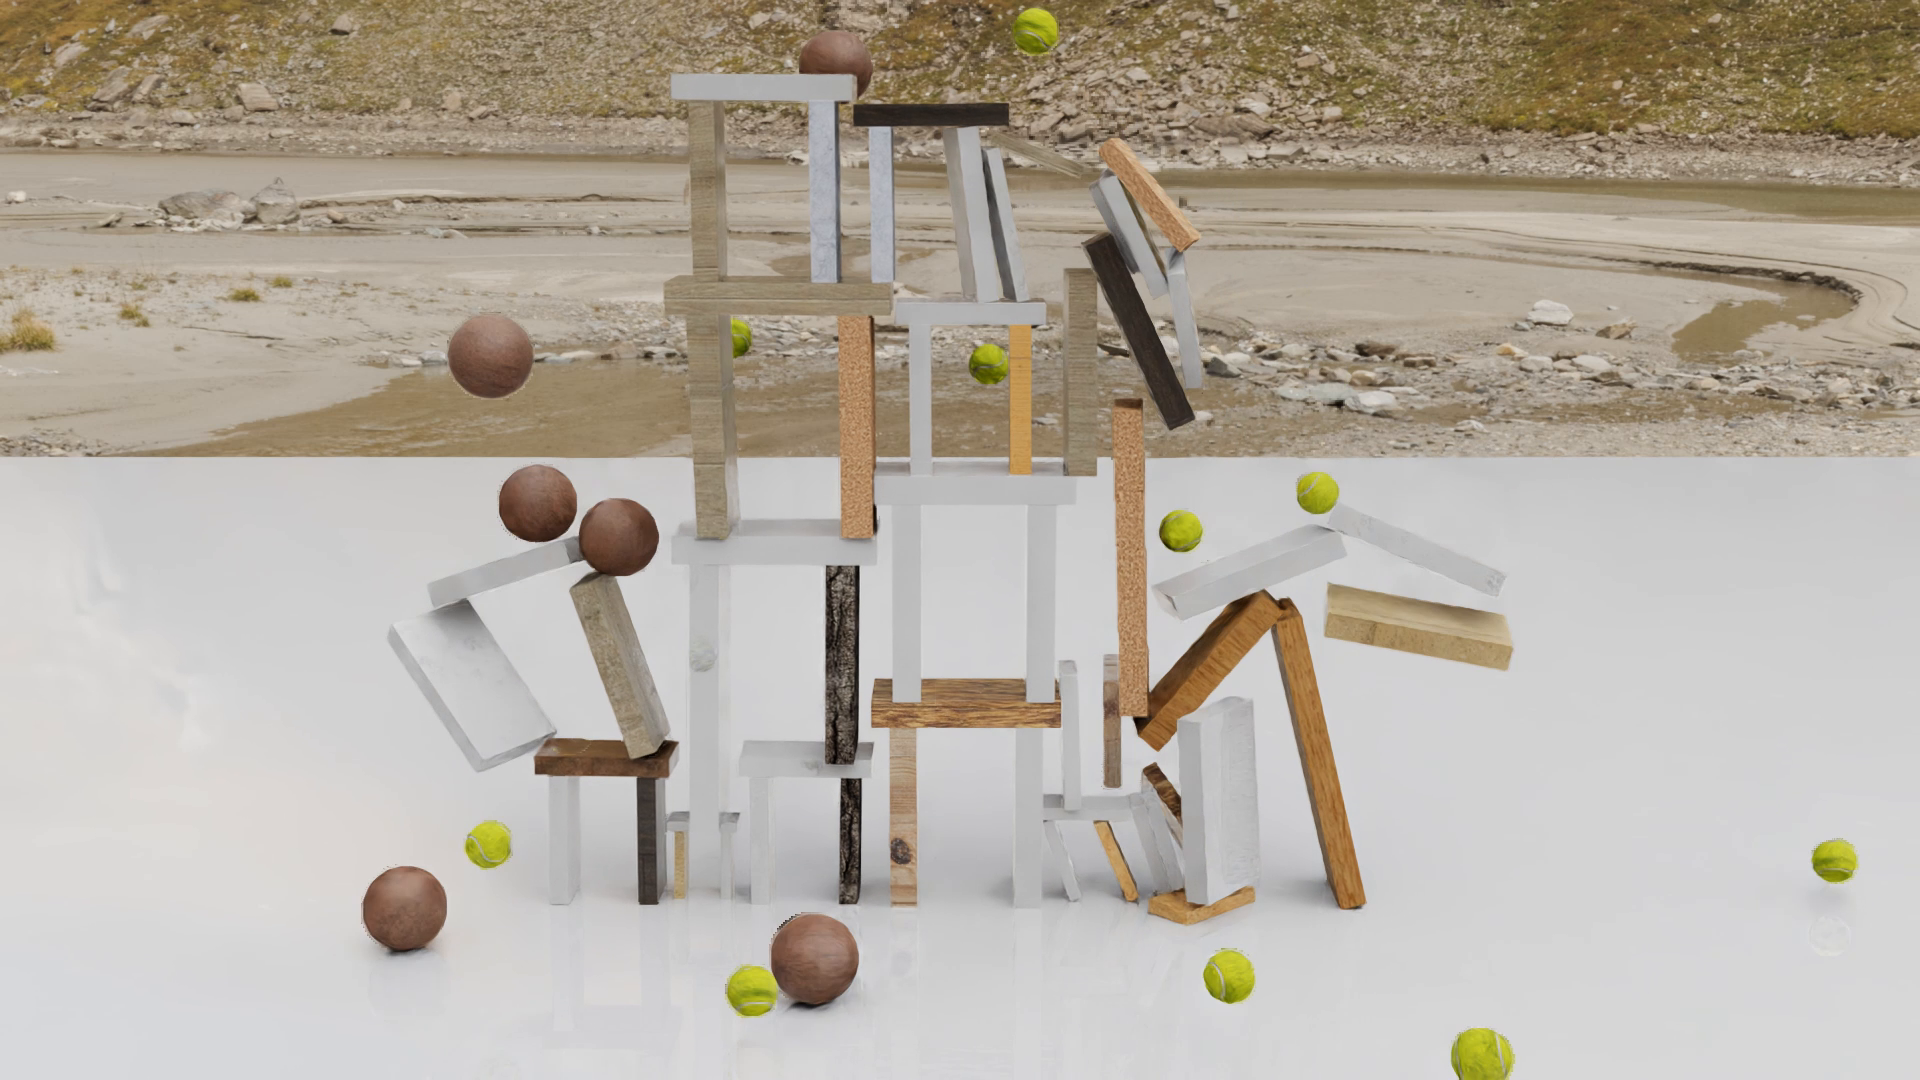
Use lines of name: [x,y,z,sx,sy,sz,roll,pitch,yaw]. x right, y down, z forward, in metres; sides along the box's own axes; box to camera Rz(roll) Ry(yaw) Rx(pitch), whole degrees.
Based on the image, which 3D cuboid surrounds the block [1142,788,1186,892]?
block: [0.337,0.496,3.640,0.024,0.167,0.084,-17,-8,2]

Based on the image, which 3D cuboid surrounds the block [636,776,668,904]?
block: [-0.511,0.481,3.650,0.031,0.220,0.110,1,10,1]

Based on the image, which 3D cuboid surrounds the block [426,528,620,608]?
block: [-0.734,0.046,3.696,0.294,0.042,0.147,-16,1,26]

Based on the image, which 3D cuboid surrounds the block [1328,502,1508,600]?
block: [0.753,0.019,3.615,0.294,0.042,0.147,24,3,14]

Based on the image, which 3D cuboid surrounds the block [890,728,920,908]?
block: [-0.092,0.438,3.647,0.043,0.306,0.153,0,11,0]

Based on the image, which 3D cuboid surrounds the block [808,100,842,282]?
block: [-0.211,-0.549,3.456,0.039,0.276,0.138,0,11,0]

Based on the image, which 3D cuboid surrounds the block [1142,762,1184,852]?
block: [0.373,0.479,3.717,0.028,0.099,0.199,-29,62,-11]

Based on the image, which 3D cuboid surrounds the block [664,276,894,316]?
block: [-0.282,-0.388,3.483,0.349,0.049,0.175,0,11,0]

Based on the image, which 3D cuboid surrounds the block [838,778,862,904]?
block: [-0.181,0.484,3.649,0.031,0.216,0.108,1,11,0]

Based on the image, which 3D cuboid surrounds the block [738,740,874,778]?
block: [-0.252,0.361,3.626,0.216,0.031,0.108,1,11,0]

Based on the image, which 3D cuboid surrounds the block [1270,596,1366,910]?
block: [0.585,0.349,3.624,0.043,0.494,0.152,-14,10,3]

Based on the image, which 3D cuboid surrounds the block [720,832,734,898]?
block: [-0.387,0.533,3.661,0.016,0.115,0.058,1,10,0]

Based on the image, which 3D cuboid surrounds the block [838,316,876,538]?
block: [-0.163,-0.191,3.519,0.049,0.349,0.175,0,11,0]

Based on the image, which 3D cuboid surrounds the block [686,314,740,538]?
block: [-0.394,-0.192,3.521,0.049,0.349,0.175,-2,11,1]

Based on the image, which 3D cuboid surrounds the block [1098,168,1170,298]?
block: [0.276,-0.485,3.451,0.029,0.202,0.101,-24,15,13]

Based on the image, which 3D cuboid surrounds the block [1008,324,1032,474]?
block: [0.096,-0.231,3.520,0.034,0.237,0.118,0,11,0]

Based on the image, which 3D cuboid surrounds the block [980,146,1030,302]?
block: [0.066,-0.495,3.443,0.021,0.241,0.075,-16,17,-12]

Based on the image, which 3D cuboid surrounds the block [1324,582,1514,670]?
block: [0.740,0.139,3.572,0.294,0.042,0.147,10,19,6]

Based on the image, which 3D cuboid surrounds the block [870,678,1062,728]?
block: [0.010,0.267,3.612,0.306,0.043,0.153,0,11,0]

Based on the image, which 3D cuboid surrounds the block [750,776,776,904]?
block: [-0.328,0.484,3.649,0.031,0.216,0.108,0,11,0]

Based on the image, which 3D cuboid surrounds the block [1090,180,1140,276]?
block: [0.246,-0.495,3.469,0.021,0.149,0.075,-24,14,11]

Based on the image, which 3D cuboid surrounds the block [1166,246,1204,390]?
block: [0.355,-0.351,3.473,0.029,0.202,0.101,-8,31,9]

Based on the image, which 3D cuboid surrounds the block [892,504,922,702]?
block: [-0.085,0.088,3.578,0.046,0.321,0.161,0,11,0]

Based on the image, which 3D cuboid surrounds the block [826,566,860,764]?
block: [-0.192,0.186,3.596,0.046,0.327,0.163,1,11,0]

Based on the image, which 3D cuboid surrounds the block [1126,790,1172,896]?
block: [0.316,0.509,3.650,0.024,0.167,0.084,-18,10,3]

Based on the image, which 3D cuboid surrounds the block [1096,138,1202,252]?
block: [0.295,-0.538,3.422,0.029,0.202,0.101,-39,0,17]

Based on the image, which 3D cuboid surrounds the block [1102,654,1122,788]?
block: [0.253,0.300,3.649,0.028,0.199,0.099,0,26,5]

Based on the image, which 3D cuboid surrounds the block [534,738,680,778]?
block: [-0.580,0.358,3.619,0.220,0.031,0.110,1,10,1]

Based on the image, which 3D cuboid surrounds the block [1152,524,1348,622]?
block: [0.473,0.051,3.615,0.294,0.042,0.147,-21,9,-6]

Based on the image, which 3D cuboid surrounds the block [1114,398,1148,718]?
block: [0.279,0.027,3.573,0.045,0.496,0.158,-1,10,6]

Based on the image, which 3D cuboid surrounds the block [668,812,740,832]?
block: [-0.424,0.467,3.649,0.115,0.016,0.058,1,10,0]

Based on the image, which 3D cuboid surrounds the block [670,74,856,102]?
block: [-0.303,-0.705,3.426,0.276,0.039,0.138,1,11,0]

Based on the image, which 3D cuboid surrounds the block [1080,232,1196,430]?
block: [0.281,-0.334,3.496,0.045,0.317,0.158,-25,9,4]

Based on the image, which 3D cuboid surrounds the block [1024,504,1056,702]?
block: [0.129,0.088,3.578,0.046,0.321,0.161,0,11,0]

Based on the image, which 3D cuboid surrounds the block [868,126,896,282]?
block: [-0.122,-0.530,3.463,0.034,0.239,0.119,-1,11,0]

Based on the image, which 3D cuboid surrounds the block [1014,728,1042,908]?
block: [0.112,0.439,3.644,0.043,0.306,0.153,0,11,0]

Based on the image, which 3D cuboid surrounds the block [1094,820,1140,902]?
block: [0.258,0.522,3.652,0.020,0.143,0.072,-23,10,4]

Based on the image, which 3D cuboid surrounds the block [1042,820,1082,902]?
block: [0.168,0.521,3.652,0.020,0.143,0.072,-19,10,4]

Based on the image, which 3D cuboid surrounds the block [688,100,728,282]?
block: [-0.395,-0.551,3.457,0.039,0.276,0.138,0,11,0]

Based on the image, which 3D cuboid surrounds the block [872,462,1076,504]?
block: [0.023,-0.092,3.545,0.321,0.046,0.161,0,11,0]

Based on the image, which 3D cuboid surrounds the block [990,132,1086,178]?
block: [0.121,-0.601,3.432,0.149,0.021,0.075,21,11,-3]

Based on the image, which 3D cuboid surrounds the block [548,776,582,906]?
block: [-0.655,0.481,3.646,0.031,0.220,0.110,1,12,1]

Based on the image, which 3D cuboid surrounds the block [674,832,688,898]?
block: [-0.464,0.533,3.662,0.016,0.115,0.058,1,11,0]

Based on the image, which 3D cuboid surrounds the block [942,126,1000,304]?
block: [0.017,-0.514,3.462,0.034,0.270,0.119,-9,12,-10]

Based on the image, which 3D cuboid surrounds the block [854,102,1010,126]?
block: [-0.044,-0.664,3.436,0.239,0.034,0.119,0,11,0]

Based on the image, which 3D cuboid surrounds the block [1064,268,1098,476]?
block: [0.192,-0.270,3.511,0.045,0.317,0.158,-1,10,0]

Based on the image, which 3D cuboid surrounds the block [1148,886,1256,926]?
block: [0.397,0.590,3.603,0.167,0.024,0.084,-9,14,-41]

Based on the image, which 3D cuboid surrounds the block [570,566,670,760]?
block: [-0.554,0.199,3.596,0.042,0.294,0.147,-18,8,5]

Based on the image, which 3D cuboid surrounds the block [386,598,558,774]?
block: [-0.819,0.242,3.688,0.147,0.042,0.294,-21,65,-41]

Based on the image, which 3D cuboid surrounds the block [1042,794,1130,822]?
block: [0.206,0.443,3.637,0.143,0.020,0.072,2,11,0]

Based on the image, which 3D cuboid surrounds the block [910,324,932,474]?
block: [-0.062,-0.231,3.520,0.034,0.237,0.118,0,11,0]

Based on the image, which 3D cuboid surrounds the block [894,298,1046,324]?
block: [0.016,-0.364,3.495,0.237,0.034,0.118,0,11,0]

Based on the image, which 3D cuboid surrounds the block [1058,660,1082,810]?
block: [0.181,0.320,3.614,0.028,0.227,0.099,-2,11,1]

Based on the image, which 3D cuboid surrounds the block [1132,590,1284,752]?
block: [0.402,0.203,3.600,0.043,0.303,0.152,40,7,-6]

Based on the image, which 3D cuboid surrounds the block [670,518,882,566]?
block: [-0.294,0.002,3.563,0.327,0.046,0.163,0,11,0]

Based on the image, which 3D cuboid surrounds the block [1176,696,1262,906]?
block: [0.418,0.418,3.541,0.043,0.303,0.152,6,15,41]

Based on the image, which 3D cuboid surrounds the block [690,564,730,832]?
block: [-0.410,0.242,3.609,0.046,0.442,0.163,1,10,0]
